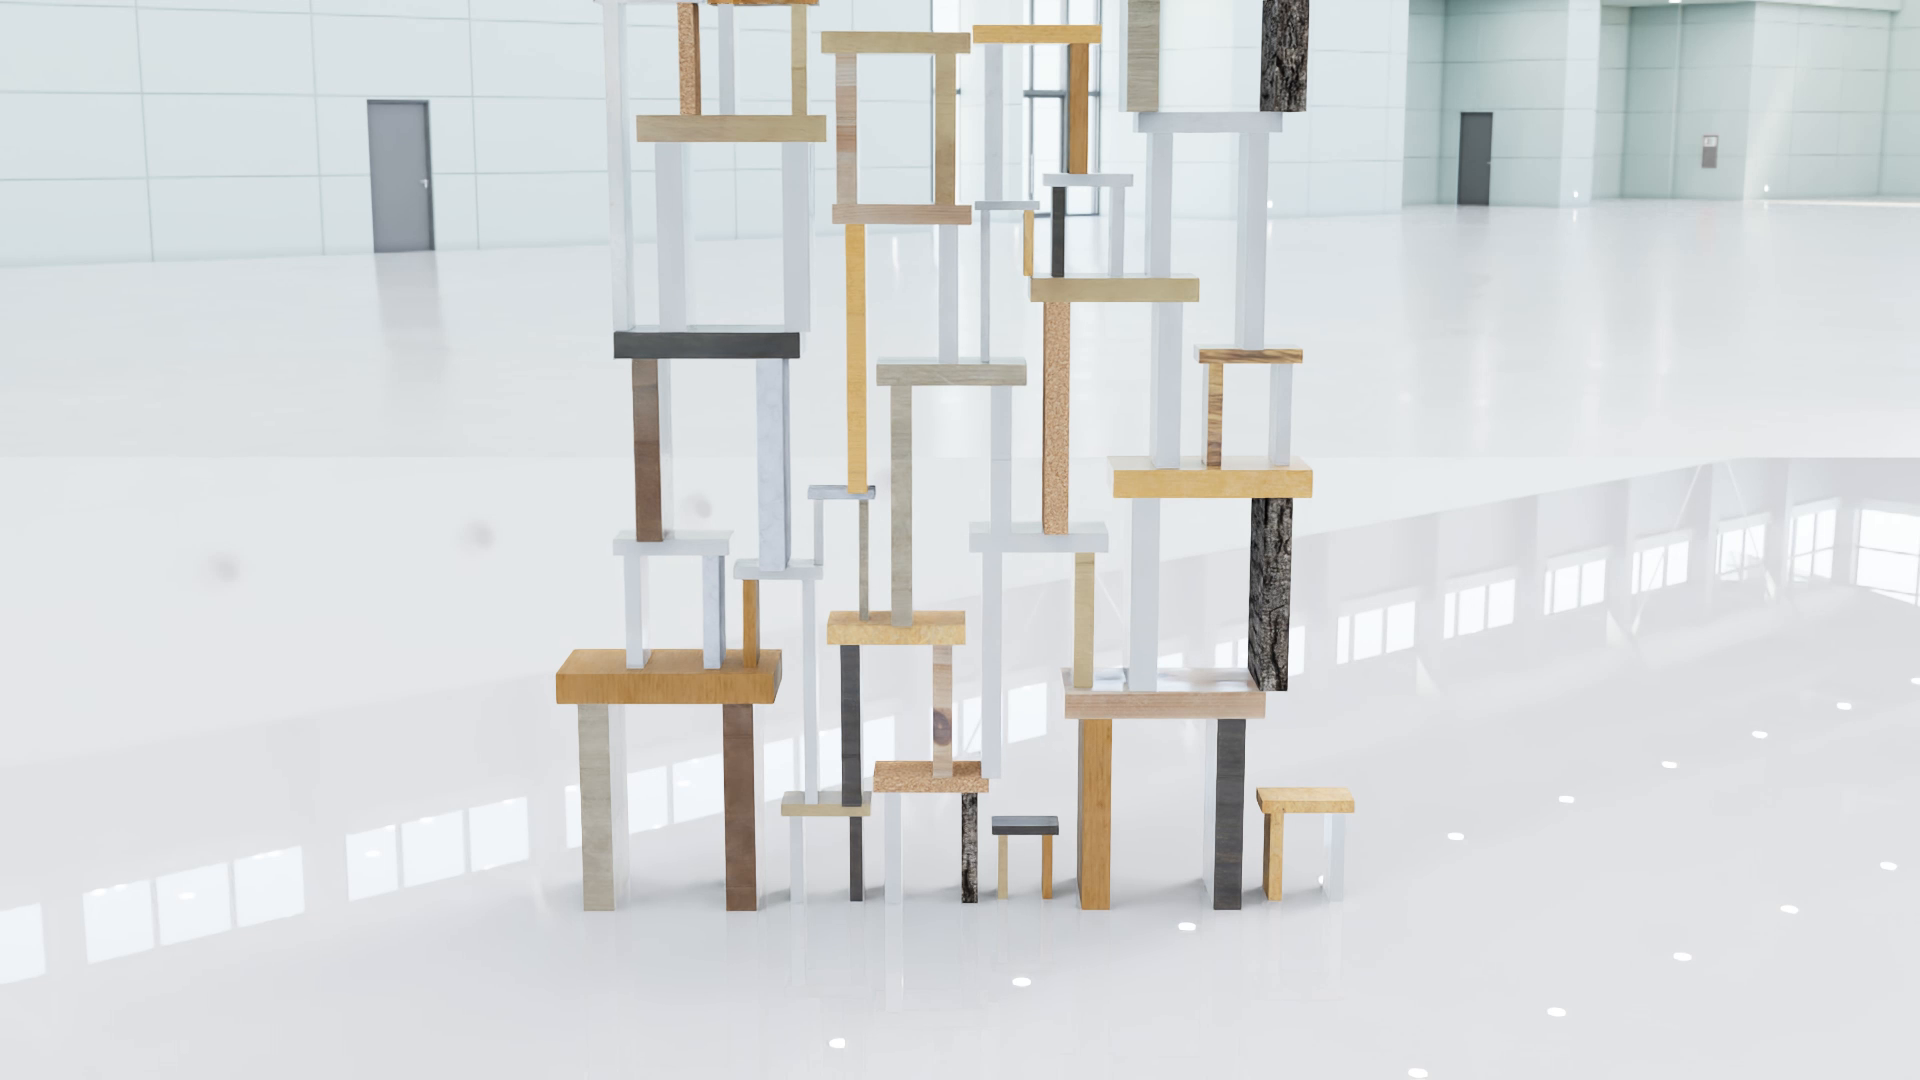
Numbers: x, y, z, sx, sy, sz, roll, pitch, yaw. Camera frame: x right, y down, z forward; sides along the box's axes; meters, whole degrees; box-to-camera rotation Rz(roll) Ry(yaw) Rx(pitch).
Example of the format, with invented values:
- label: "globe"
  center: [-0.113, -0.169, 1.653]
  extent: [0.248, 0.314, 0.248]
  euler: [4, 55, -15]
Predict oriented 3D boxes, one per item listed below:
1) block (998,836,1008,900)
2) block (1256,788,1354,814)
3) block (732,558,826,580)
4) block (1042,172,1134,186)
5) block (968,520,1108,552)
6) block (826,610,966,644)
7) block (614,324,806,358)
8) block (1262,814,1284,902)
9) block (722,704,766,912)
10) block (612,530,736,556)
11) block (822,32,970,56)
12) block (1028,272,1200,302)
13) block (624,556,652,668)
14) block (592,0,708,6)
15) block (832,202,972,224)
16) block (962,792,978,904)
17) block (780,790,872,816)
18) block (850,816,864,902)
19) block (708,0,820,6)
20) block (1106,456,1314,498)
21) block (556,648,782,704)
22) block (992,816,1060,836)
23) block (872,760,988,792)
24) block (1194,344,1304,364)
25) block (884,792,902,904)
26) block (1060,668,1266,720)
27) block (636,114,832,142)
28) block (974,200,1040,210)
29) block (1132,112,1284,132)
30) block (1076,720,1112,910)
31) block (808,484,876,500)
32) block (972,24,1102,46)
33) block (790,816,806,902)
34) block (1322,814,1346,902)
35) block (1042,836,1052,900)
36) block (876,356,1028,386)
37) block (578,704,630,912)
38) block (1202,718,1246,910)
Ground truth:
- label: "block"
  center: [0.071, 0.535, 3.659]
  extent: [0.016, 0.111, 0.055]
  euler: [0, 11, 0]
- label: "block"
  center: [0.571, 0.431, 3.641]
  extent: [0.151, 0.021, 0.076]
  euler: [0, 11, 0]
- label: "block"
  center: [-0.292, 0.047, 3.565]
  extent: [0.145, 0.021, 0.072]
  euler: [0, 11, 0]
- label: "block"
  center: [0.200, -0.566, 3.456]
  extent: [0.140, 0.020, 0.070]
  euler: [0, 11, 0]
- label: "block"
  center: [0.126, -0.006, 3.559]
  extent: [0.222, 0.031, 0.111]
  euler: [0, 11, 0]
- label: "block"
  center: [-0.103, 0.142, 3.588]
  extent: [0.223, 0.032, 0.112]
  euler: [0, 11, 0]
- label: "block"
  center: [-0.395, -0.316, 3.501]
  extent: [0.291, 0.041, 0.145]
  euler: [0, 10, 0]
- label: "block"
  center: [0.521, 0.515, 3.657]
  extent: [0.021, 0.151, 0.076]
  euler: [0, 11, 0]
- label: "block"
  center: [-0.356, 0.418, 3.641]
  extent: [0.049, 0.348, 0.174]
  euler: [0, 11, 0]
- label: "block"
  center: [-0.461, 0.004, 3.556]
  extent: [0.186, 0.026, 0.093]
  euler: [0, 11, 0]
- label: "block"
  center: [-0.098, -0.771, 3.415]
  extent: [0.229, 0.032, 0.114]
  euler: [0, 11, 0]
- label: "block"
  center: [0.241, -0.400, 3.481]
  extent: [0.263, 0.037, 0.131]
  euler: [0, 11, 0]
- label: "block"
  center: [-0.524, 0.108, 3.577]
  extent: [0.026, 0.186, 0.093]
  euler: [0, 11, 0]
- label: "block"
  center: [-0.478, -0.842, 3.401]
  extent: [0.169, 0.024, 0.085]
  euler: [0, 10, 0]
- label: "block"
  center: [-0.090, -0.515, 3.462]
  extent: [0.217, 0.031, 0.108]
  euler: [0, 11, 0]
- label: "block"
  center: [0.016, 0.497, 3.653]
  extent: [0.027, 0.189, 0.095]
  euler: [0, 11, 0]
- label: "block"
  center: [-0.220, 0.436, 3.638]
  extent: [0.147, 0.021, 0.073]
  euler: [0, 11, 0]
- label: "block"
  center: [-0.171, 0.518, 3.653]
  extent: [0.021, 0.147, 0.073]
  euler: [0, 11, 0]
- label: "block"
  center: [-0.303, -0.840, 3.402]
  extent: [0.167, 0.024, 0.084]
  euler: [0, 10, 0]
- label: "block"
  center: [0.398, -0.102, 3.541]
  extent: [0.314, 0.044, 0.157]
  euler: [0, 11, 0]
- label: "block"
  center: [-0.472, 0.223, 3.604]
  extent: [0.348, 0.049, 0.174]
  euler: [0, 11, 0]
- label: "block"
  center: [0.108, 0.473, 3.648]
  extent: [0.111, 0.016, 0.055]
  euler: [0, 11, 0]
- label: "block"
  center: [-0.047, 0.391, 3.633]
  extent: [0.189, 0.027, 0.094]
  euler: [0, 11, 0]
- label: "block"
  center: [0.459, -0.297, 3.507]
  extent: [0.164, 0.023, 0.082]
  euler: [0, 11, 0]
- label: "block"
  center: [-0.110, 0.497, 3.653]
  extent: [0.027, 0.189, 0.095]
  euler: [0, 11, 0]
- label: "block"
  center: [0.329, 0.250, 3.608]
  extent: [0.322, 0.046, 0.161]
  euler: [0, 11, 0]
- label: "block"
  center: [-0.351, -0.644, 3.443]
  extent: [0.292, 0.041, 0.146]
  euler: [0, 10, 0]
- label: "block"
  center: [0.074, -0.528, 3.463]
  extent: [0.103, 0.015, 0.051]
  euler: [0, 11, 0]
- label: "block"
  center: [0.385, -0.652, 3.432]
  extent: [0.222, 0.031, 0.111]
  euler: [0, 11, 0]
- label: "block"
  center: [0.222, 0.431, 3.641]
  extent: [0.046, 0.322, 0.161]
  euler: [0, 11, 0]
- label: "block"
  center: [-0.190, -0.077, 3.549]
  extent: [0.107, 0.015, 0.054]
  euler: [0, 11, 0]
- label: "block"
  center: [0.117, -0.782, 3.409]
  extent: [0.197, 0.028, 0.099]
  euler: [0, 11, 0]
- label: "block"
  center: [-0.269, 0.518, 3.653]
  extent: [0.021, 0.147, 0.073]
  euler: [0, 11, 0]
- label: "block"
  center: [0.621, 0.515, 3.657]
  extent: [0.021, 0.151, 0.076]
  euler: [0, 11, 0]
- label: "block"
  center: [0.145, 0.535, 3.659]
  extent: [0.016, 0.111, 0.055]
  euler: [0, 11, 0]
- label: "block"
  center: [-0.013, -0.270, 3.505]
  extent: [0.237, 0.034, 0.118]
  euler: [0, 11, 0]
- label: "block"
  center: [-0.589, 0.418, 3.641]
  extent: [0.049, 0.348, 0.174]
  euler: [0, 11, 0]
- label: "block"
  center: [0.437, 0.431, 3.641]
  extent: [0.046, 0.322, 0.161]
  euler: [0, 11, 0]
